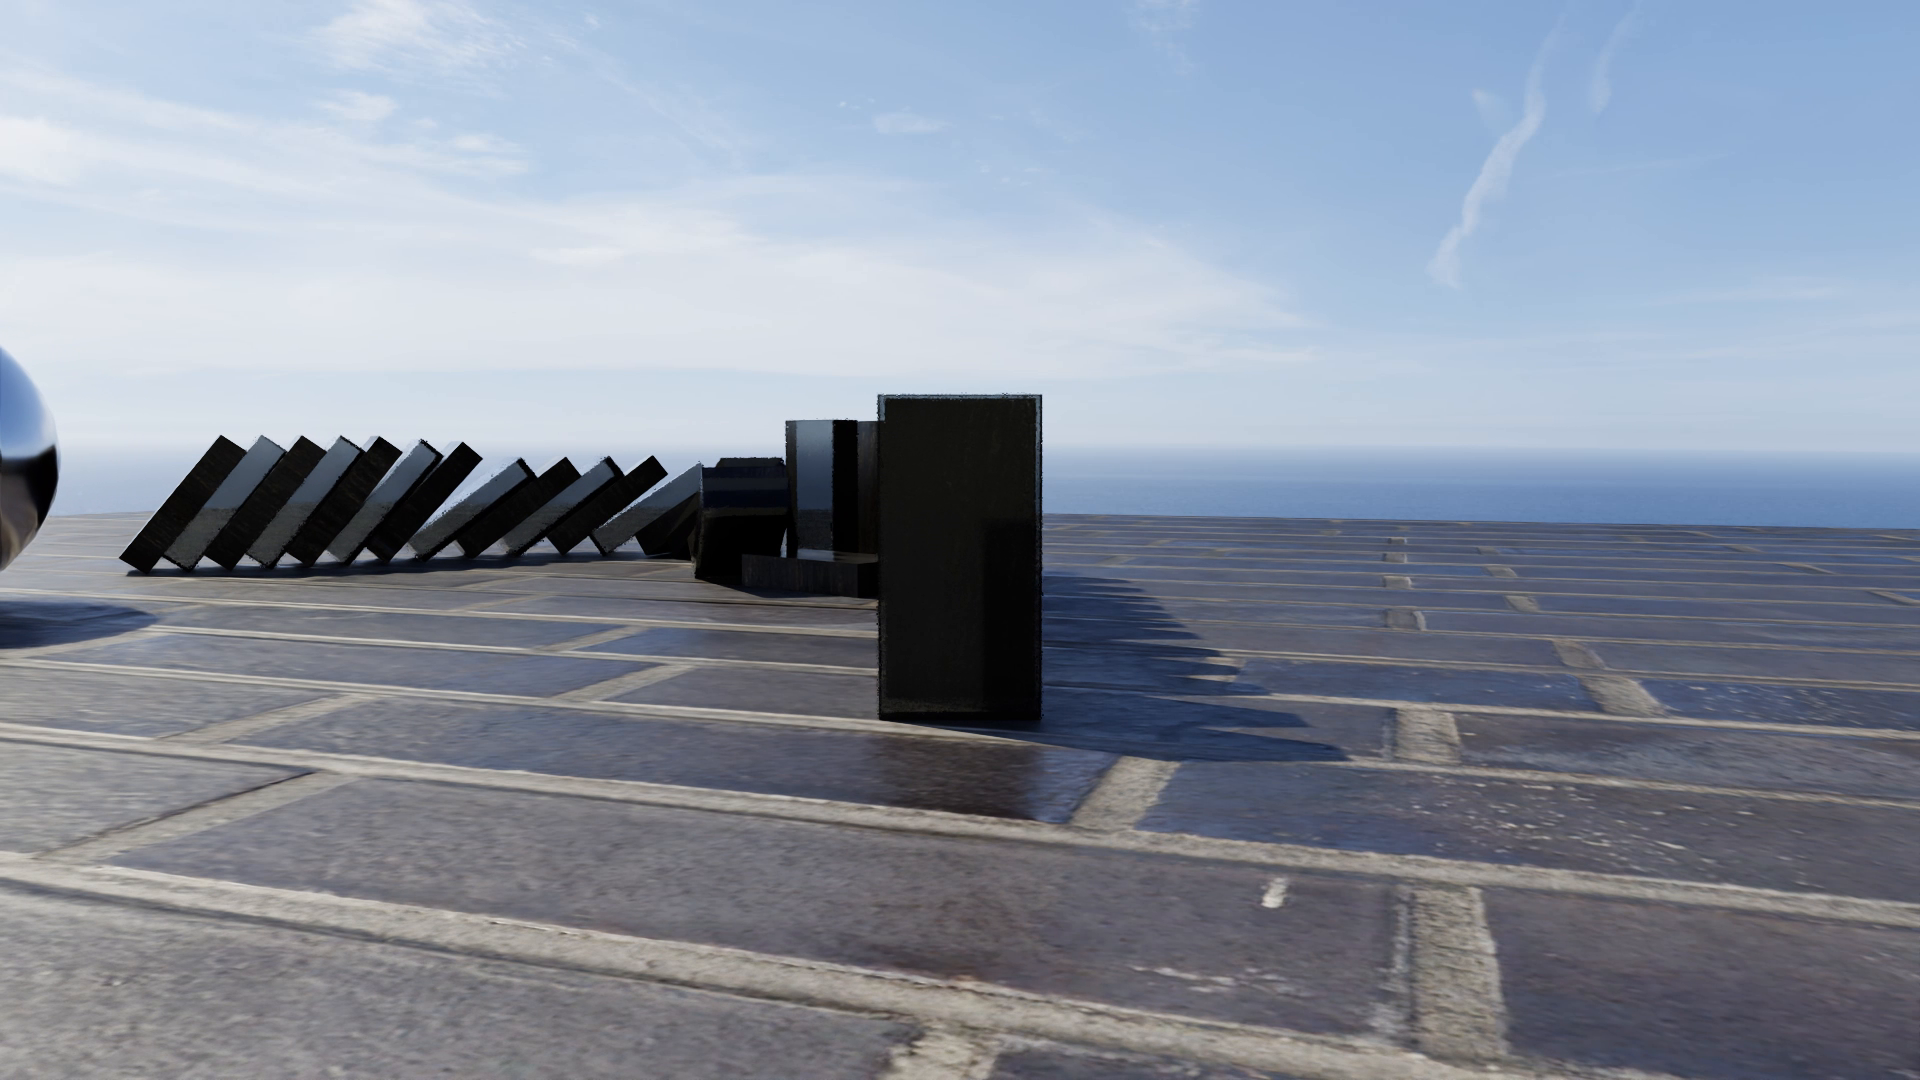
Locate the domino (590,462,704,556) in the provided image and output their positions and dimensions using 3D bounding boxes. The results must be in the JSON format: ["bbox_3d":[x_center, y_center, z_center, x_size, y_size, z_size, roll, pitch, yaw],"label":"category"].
[{"bbox_3d":[-0.119,-0.013,0.499,0.050,0.009,0.025,-35,10,-7],"label":"domino"}]

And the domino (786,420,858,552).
[{"bbox_3d":[-0.044,-0.013,0.409,0.009,0.050,0.025,-4,6,-44],"label":"domino"}]

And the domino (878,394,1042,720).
[{"bbox_3d":[0.000,0.002,0.201,0.025,0.050,0.009,0,4,0],"label":"domino"}]

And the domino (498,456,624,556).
[{"bbox_3d":[-0.155,-0.014,0.495,0.050,0.009,0.025,-42,20,-20],"label":"domino"}]

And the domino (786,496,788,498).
[{"bbox_3d":[-0.073,-0.007,0.428,0.025,0.010,0.050,-1,-27,-16],"label":"domino"}]

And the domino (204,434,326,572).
[{"bbox_3d":[-0.240,-0.013,0.443,0.010,0.050,0.025,40,-16,-27],"label":"domino"}]

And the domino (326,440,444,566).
[{"bbox_3d":[-0.209,-0.014,0.463,0.009,0.050,0.025,43,-18,-26],"label":"domino"}]

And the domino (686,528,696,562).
[{"bbox_3d":[-0.075,-0.008,0.451,0.025,0.009,0.050,-3,-25,-34],"label":"domino"}]

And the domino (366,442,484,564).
[{"bbox_3d":[-0.198,-0.015,0.471,0.010,0.050,0.025,45,-19,-25],"label":"domino"}]

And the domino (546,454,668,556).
[{"bbox_3d":[-0.137,-0.014,0.498,0.050,0.009,0.025,-40,14,-13],"label":"domino"}]

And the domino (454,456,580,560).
[{"bbox_3d":[-0.169,-0.013,0.487,0.050,0.010,0.025,-42,21,-20],"label":"domino"}]

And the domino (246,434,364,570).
[{"bbox_3d":[-0.229,-0.014,0.448,0.010,0.050,0.025,40,-16,-27],"label":"domino"}]

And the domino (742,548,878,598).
[{"bbox_3d":[-0.039,0.009,0.379,0.050,0.010,0.025,4,6,41],"label":"domino"}]

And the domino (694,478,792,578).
[{"bbox_3d":[-0.067,-0.003,0.391,0.025,0.010,0.050,-1,-25,-15],"label":"domino"}]

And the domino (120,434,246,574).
[{"bbox_3d":[-0.262,-0.013,0.433,0.010,0.050,0.025,40,-16,-27],"label":"domino"}]

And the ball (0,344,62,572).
[{"bbox_3d":[-0.271,-0.021,0.317,0.080,0.080,0.080,0,4,0],"label":"ball"}]

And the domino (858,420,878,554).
[{"bbox_3d":[-0.027,-0.014,0.426,0.010,0.050,0.025,-4,6,-44],"label":"domino"}]

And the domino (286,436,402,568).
[{"bbox_3d":[-0.220,-0.014,0.456,0.009,0.050,0.025,41,-17,-27],"label":"domino"}]

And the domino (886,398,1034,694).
[{"bbox_3d":[0.000,0.001,0.222,0.025,0.050,0.009,0,4,0],"label":"domino"}]

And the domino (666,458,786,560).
[{"bbox_3d":[-0.085,-0.011,0.468,0.025,0.010,0.050,-4,-31,-42],"label":"domino"}]

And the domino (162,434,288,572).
[{"bbox_3d":[-0.251,-0.013,0.438,0.010,0.050,0.025,40,-16,-27],"label":"domino"}]

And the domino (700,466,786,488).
[{"bbox_3d":[-0.070,-0.007,0.407,0.025,0.010,0.050,-2,-27,-14],"label":"domino"}]

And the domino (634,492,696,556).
[{"bbox_3d":[-0.097,-0.012,0.489,0.050,0.010,0.025,-32,-5,14],"label":"domino"}]

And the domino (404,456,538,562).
[{"bbox_3d":[-0.184,-0.012,0.479,0.050,0.009,0.025,-42,23,-21],"label":"domino"}]
